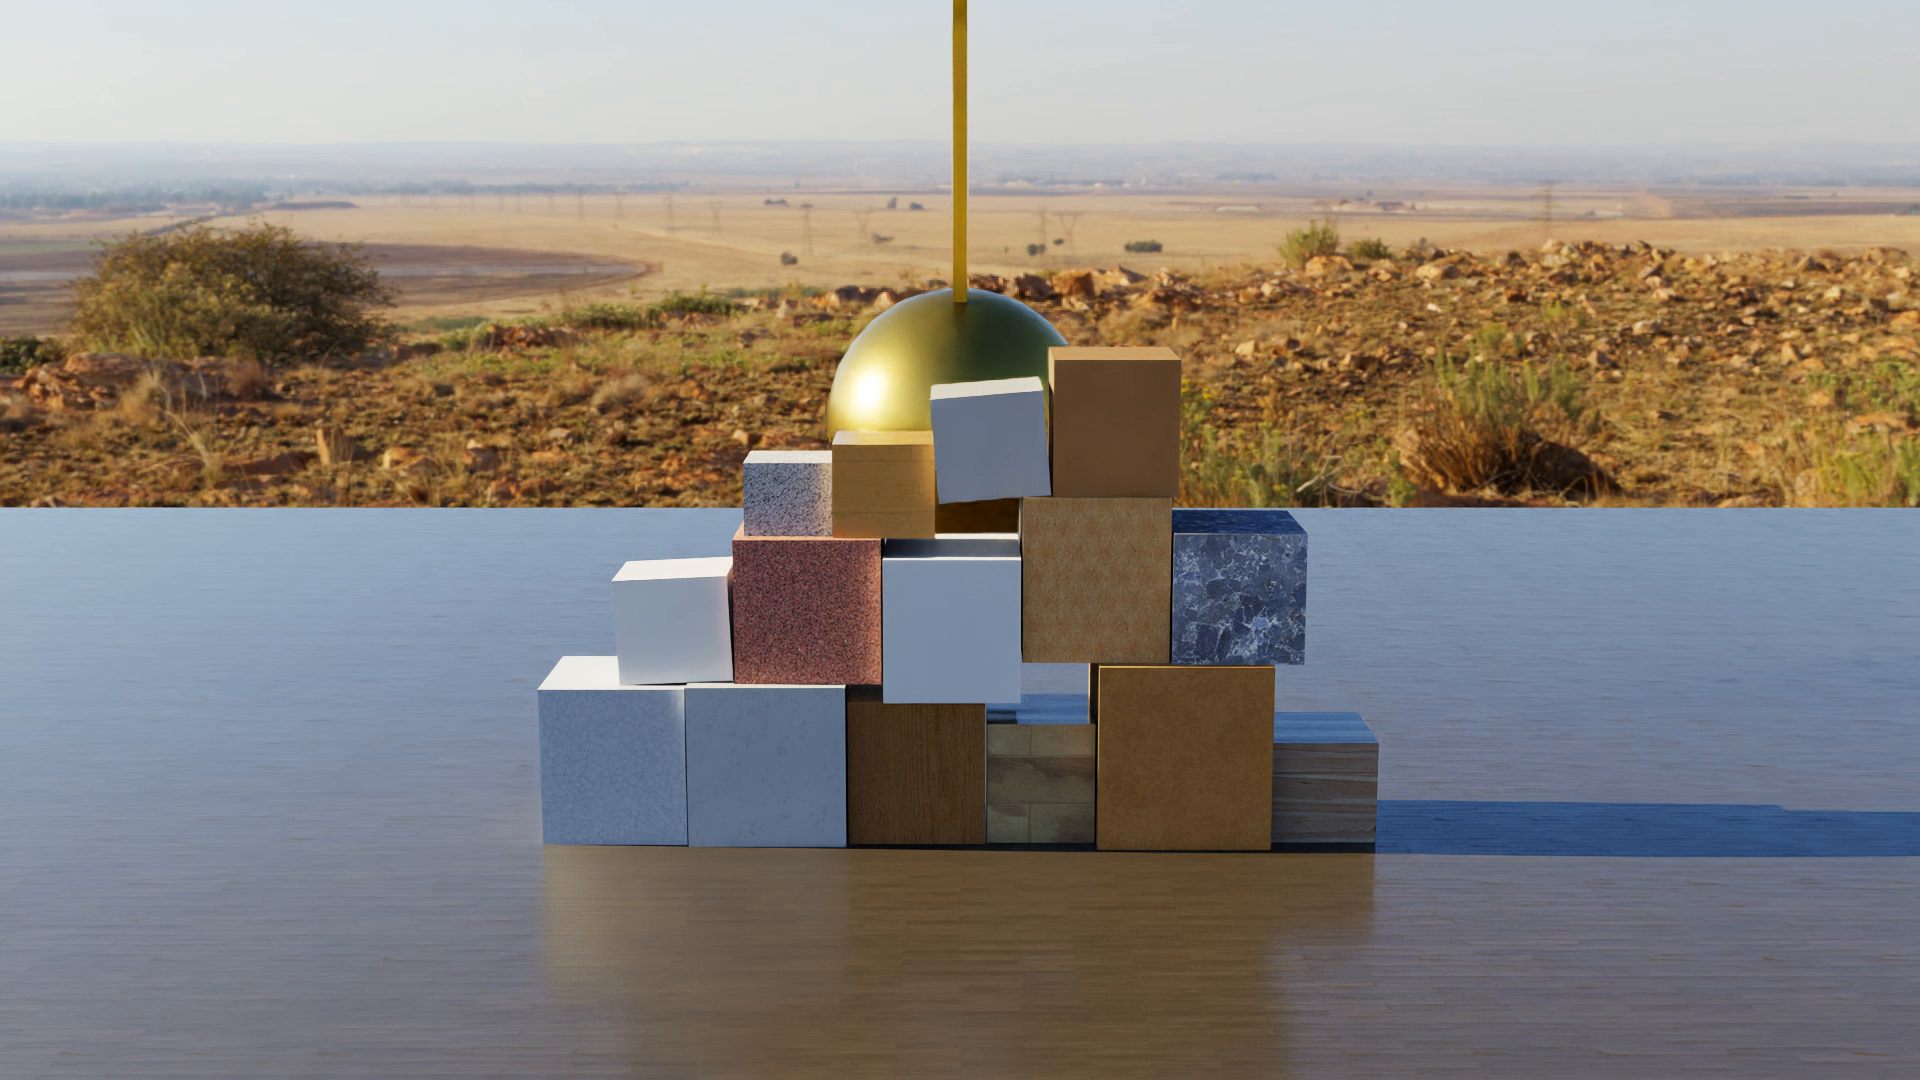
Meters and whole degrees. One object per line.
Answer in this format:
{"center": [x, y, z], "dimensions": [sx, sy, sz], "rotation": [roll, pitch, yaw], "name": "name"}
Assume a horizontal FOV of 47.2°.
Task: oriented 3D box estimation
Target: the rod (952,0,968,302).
{"center": [0.000, -3.633, 11.433], "dimensions": [0.080, 5.200, 0.080], "rotation": [0, 31, 0], "name": "rod"}

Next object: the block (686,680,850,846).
{"center": [-0.969, 1.071, 11.376], "dimensions": [0.794, 0.823, 0.773], "rotation": [0, 10, 0], "name": "block"}

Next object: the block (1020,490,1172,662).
{"center": [0.677, 0.141, 11.210], "dimensions": [0.730, 0.831, 0.687], "rotation": [0, 10, 0], "name": "block"}

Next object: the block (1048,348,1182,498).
{"center": [0.767, -0.604, 11.090], "dimensions": [0.620, 0.677, 0.672], "rotation": [0, 10, 0], "name": "block"}

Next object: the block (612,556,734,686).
{"center": [-1.436, 0.408, 11.242], "dimensions": [0.572, 0.535, 0.512], "rotation": [-3, 10, 0], "name": "block"}

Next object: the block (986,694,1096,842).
{"center": [0.408, 1.172, 11.394], "dimensions": [0.543, 0.618, 0.634], "rotation": [0, 10, 0], "name": "block"}

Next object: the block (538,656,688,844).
{"center": [-1.740, 1.078, 11.383], "dimensions": [0.729, 0.807, 0.716], "rotation": [0, 10, 0], "name": "block"}

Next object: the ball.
{"center": [0.000, -0.705, 13.161], "dimensions": [1.600, 1.600, 1.600], "rotation": [0, 10, 0], "name": "ball"}

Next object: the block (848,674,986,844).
{"center": [-0.218, 1.114, 11.372], "dimensions": [0.689, 0.739, 0.654], "rotation": [0, 10, 0], "name": "block"}

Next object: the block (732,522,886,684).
{"center": [-0.759, 0.305, 11.244], "dimensions": [0.734, 0.733, 0.632], "rotation": [0, 10, 0], "name": "block"}

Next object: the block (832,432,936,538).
{"center": [-0.379, -0.284, 11.118], "dimensions": [0.505, 0.471, 0.500], "rotation": [0, 10, 0], "name": "block"}

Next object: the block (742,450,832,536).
{"center": [-0.855, -0.239, 11.154], "dimensions": [0.446, 0.369, 0.431], "rotation": [0, 10, 0], "name": "block"}

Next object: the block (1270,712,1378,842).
{"center": [1.836, 1.221, 11.395], "dimensions": [0.538, 0.520, 0.612], "rotation": [0, 10, 0], "name": "block"}

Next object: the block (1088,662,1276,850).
{"center": [1.123, 1.012, 11.371], "dimensions": [0.867, 0.940, 0.881], "rotation": [0, 10, 0], "name": "block"}

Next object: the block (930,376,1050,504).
{"center": [0.151, -0.511, 11.094], "dimensions": [0.554, 0.518, 0.634], "rotation": [-5, 10, 1], "name": "block"}

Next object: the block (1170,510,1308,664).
{"center": [1.380, 0.230, 11.205], "dimensions": [0.656, 0.658, 0.721], "rotation": [0, 10, 0], "name": "block"}

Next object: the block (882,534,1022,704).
{"center": [-0.040, 0.390, 11.256], "dimensions": [0.684, 0.727, 0.735], "rotation": [0, 10, 0], "name": "block"}
